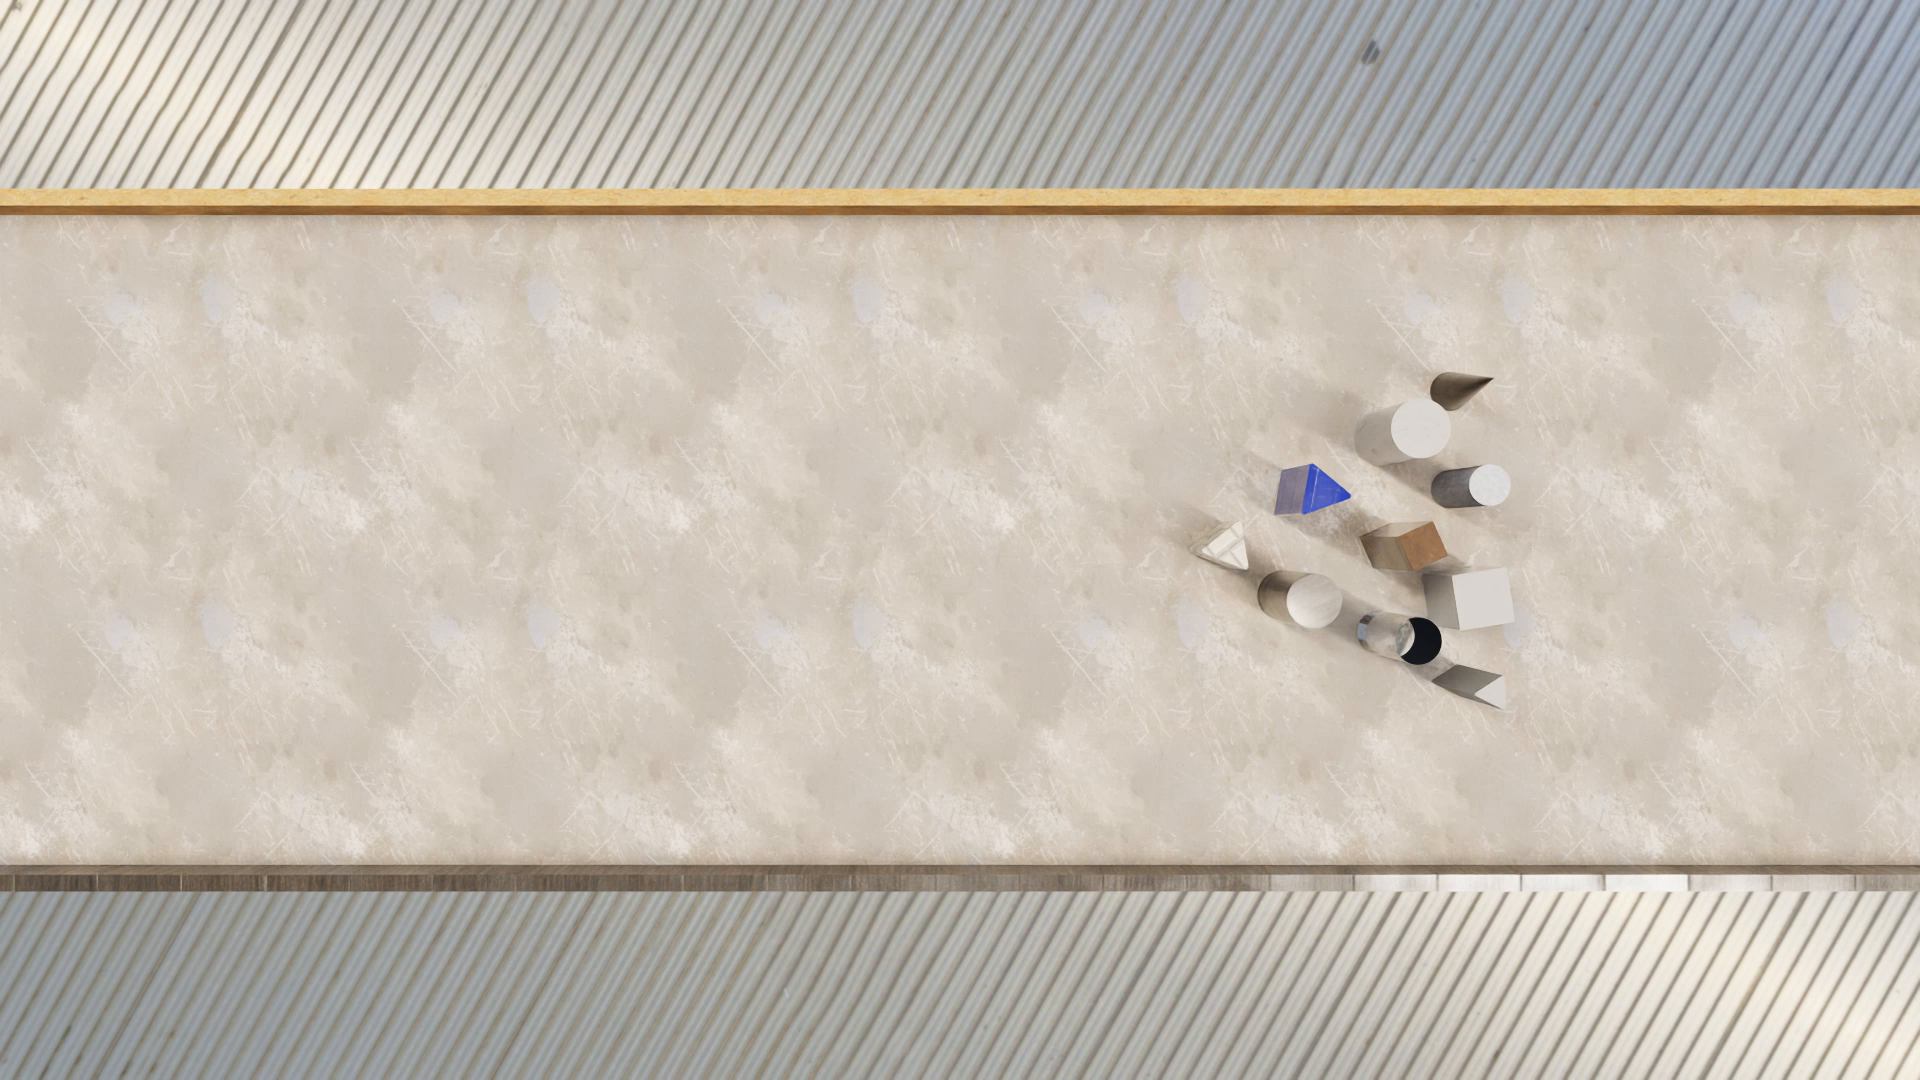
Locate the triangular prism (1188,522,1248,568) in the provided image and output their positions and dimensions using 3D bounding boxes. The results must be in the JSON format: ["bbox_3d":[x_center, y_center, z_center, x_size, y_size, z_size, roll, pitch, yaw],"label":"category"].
[{"bbox_3d":[0.789,0.002,4.925,0.140,0.304,0.121,21,90,0],"label":"triangular prism"}]

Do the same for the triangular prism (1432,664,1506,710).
[{"bbox_3d":[1.514,0.420,4.863,0.097,0.426,0.084,27,90,0],"label":"triangular prism"}]

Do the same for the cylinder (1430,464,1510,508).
[{"bbox_3d":[1.508,-0.156,4.885,0.118,0.383,0.118,0,90,0],"label":"cylinder"}]

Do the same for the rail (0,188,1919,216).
[{"bbox_3d":[-2.247,-1.025,5.002,12.000,0.150,0.050,0,90,0],"label":"rail"}]

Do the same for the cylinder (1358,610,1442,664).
[{"bbox_3d":[1.289,0.284,4.858,0.134,0.438,0.134,0,90,0],"label":"cylinder"}]

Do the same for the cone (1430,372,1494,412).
[{"bbox_3d":[1.508,-0.457,4.862,0.121,0.428,0.121,0,90,0],"label":"cone"}]

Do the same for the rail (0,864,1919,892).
[{"bbox_3d":[-2.247,1.025,5.001,12.000,0.150,0.050,0,90,0],"label":"rail"}]

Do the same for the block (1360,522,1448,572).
[{"bbox_3d":[1.298,0.017,4.849,0.106,0.455,0.106,-24,90,0],"label":"block"}]

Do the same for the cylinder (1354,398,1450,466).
[{"bbox_3d":[1.296,-0.314,4.856,0.169,0.441,0.169,0,90,0],"label":"cylinder"}]

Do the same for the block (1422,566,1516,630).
[{"bbox_3d":[1.512,0.170,4.920,0.160,0.314,0.160,-9,90,0],"label":"block"}]

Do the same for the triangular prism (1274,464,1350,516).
[{"bbox_3d":[1.015,-0.157,4.868,0.146,0.418,0.126,-20,90,0],"label":"triangular prism"}]

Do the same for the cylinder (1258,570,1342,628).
[{"bbox_3d":[0.992,0.171,4.847,0.154,0.460,0.154,0,90,0],"label":"cylinder"}]
